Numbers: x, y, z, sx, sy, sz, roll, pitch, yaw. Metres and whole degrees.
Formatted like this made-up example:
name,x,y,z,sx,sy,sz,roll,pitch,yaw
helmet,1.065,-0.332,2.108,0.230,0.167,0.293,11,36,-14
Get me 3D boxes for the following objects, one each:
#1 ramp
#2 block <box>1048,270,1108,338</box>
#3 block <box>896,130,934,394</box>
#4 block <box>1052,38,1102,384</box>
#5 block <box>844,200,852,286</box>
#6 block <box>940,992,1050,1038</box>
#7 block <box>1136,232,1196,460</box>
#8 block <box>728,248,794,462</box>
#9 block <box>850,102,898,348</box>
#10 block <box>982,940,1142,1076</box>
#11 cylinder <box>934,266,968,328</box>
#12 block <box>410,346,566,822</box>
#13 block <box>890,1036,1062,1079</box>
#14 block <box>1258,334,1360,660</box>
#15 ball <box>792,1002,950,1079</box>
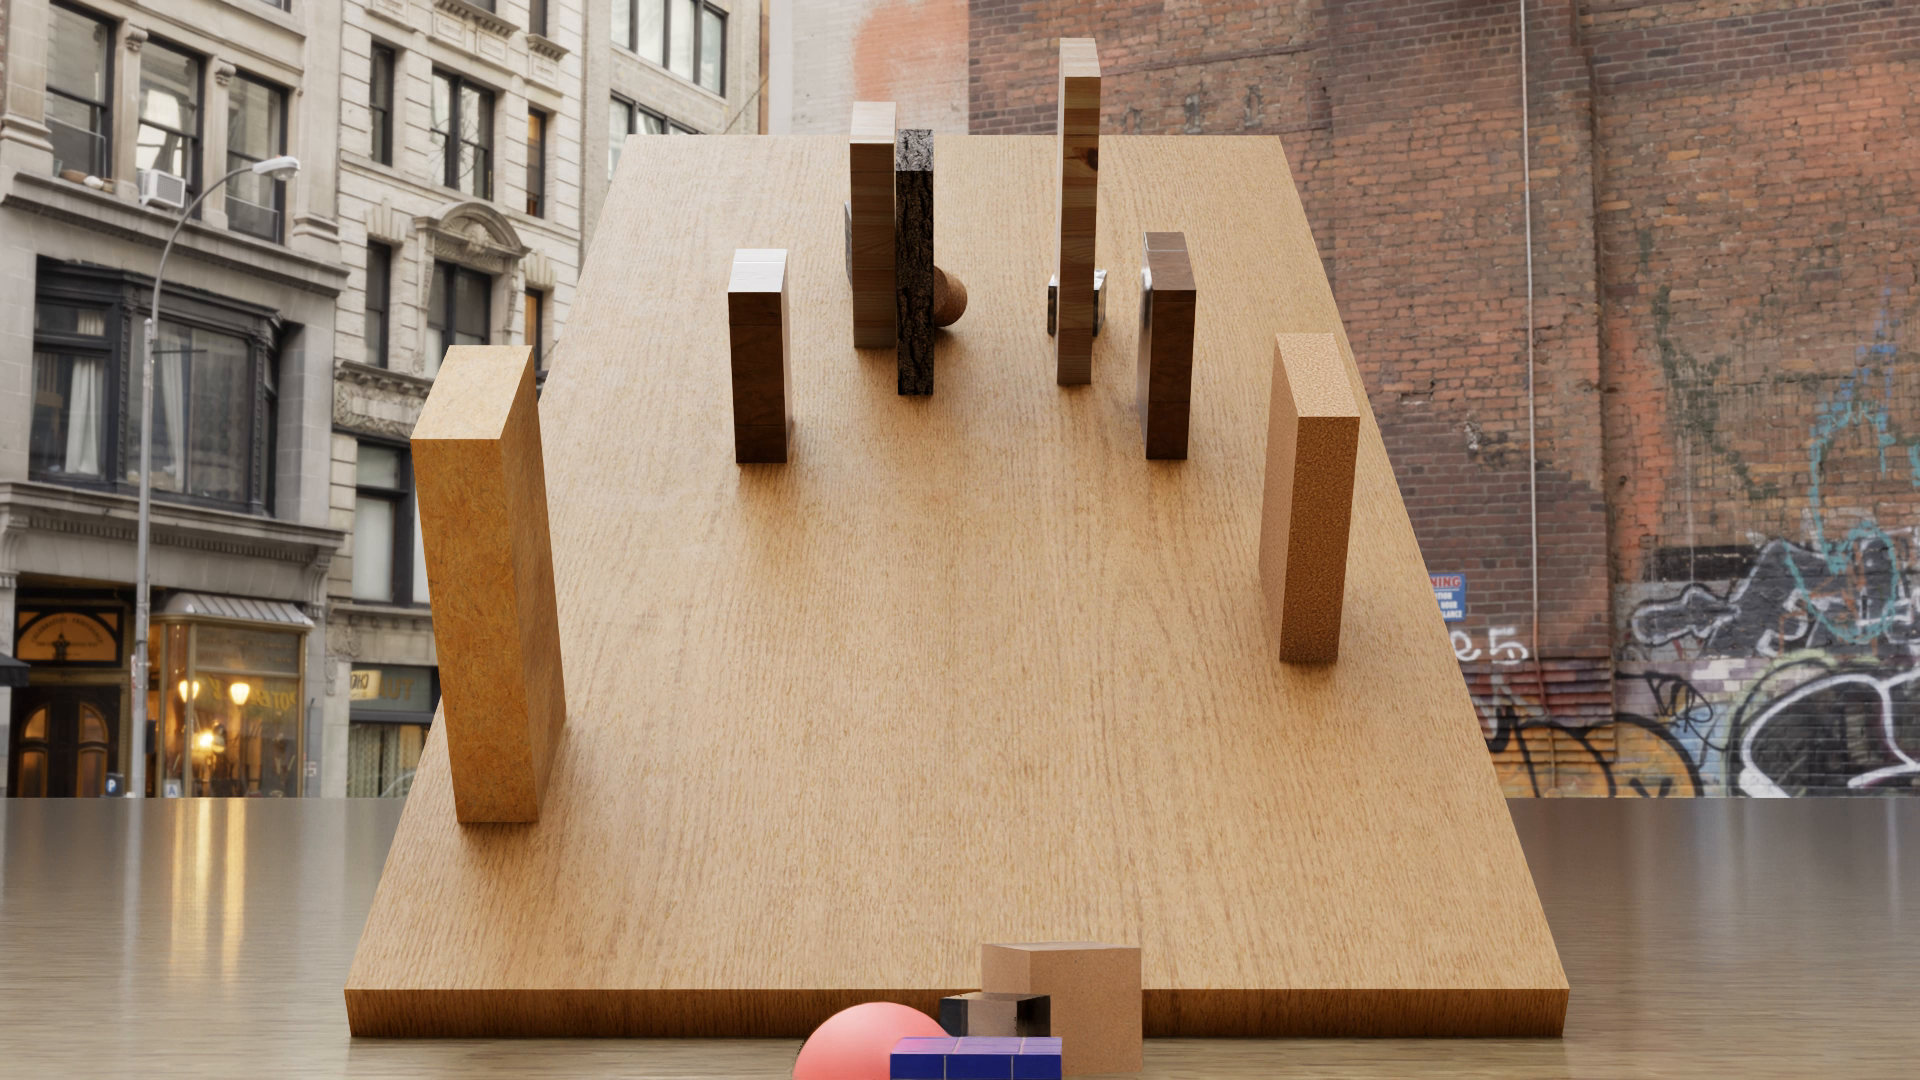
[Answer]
name,x,y,z,sx,sy,sz,roll,pitch,yaw
ramp,-0.013,-0.213,5.694,2.000,0.100,4.000,0,30,0
block,0.300,-0.611,6.164,0.130,0.130,0.130,6,30,11
block,-0.107,-0.670,5.815,0.086,0.575,0.277,0,30,0
block,0.279,-0.789,5.820,0.083,0.780,0.282,0,30,0
block,-0.194,-0.773,6.378,0.198,0.198,0.198,-4,30,-8
block,0.050,0.697,3.366,0.117,0.117,0.117,-3,-7,25
block,0.475,-0.453,5.590,0.095,0.424,0.335,0,30,0
block,-0.455,-0.422,5.528,0.118,0.426,0.244,0,30,0
block,-0.214,-0.794,6.066,0.106,0.541,0.296,0,30,0
block,0.147,0.684,3.531,0.176,0.176,0.176,2,-6,-22
cylinder,-0.070,-0.621,6.115,0.140,0.140,0.140,-2,-5,20
block,-0.828,0.081,4.290,0.146,0.772,0.360,0,30,0
block,0.018,0.565,2.312,0.159,0.159,0.159,0,-6,3
block,0.694,-0.088,4.830,0.116,0.543,0.373,0,30,0
ball,-0.083,0.571,2.489,0.185,0.185,0.185,0,-6,0
